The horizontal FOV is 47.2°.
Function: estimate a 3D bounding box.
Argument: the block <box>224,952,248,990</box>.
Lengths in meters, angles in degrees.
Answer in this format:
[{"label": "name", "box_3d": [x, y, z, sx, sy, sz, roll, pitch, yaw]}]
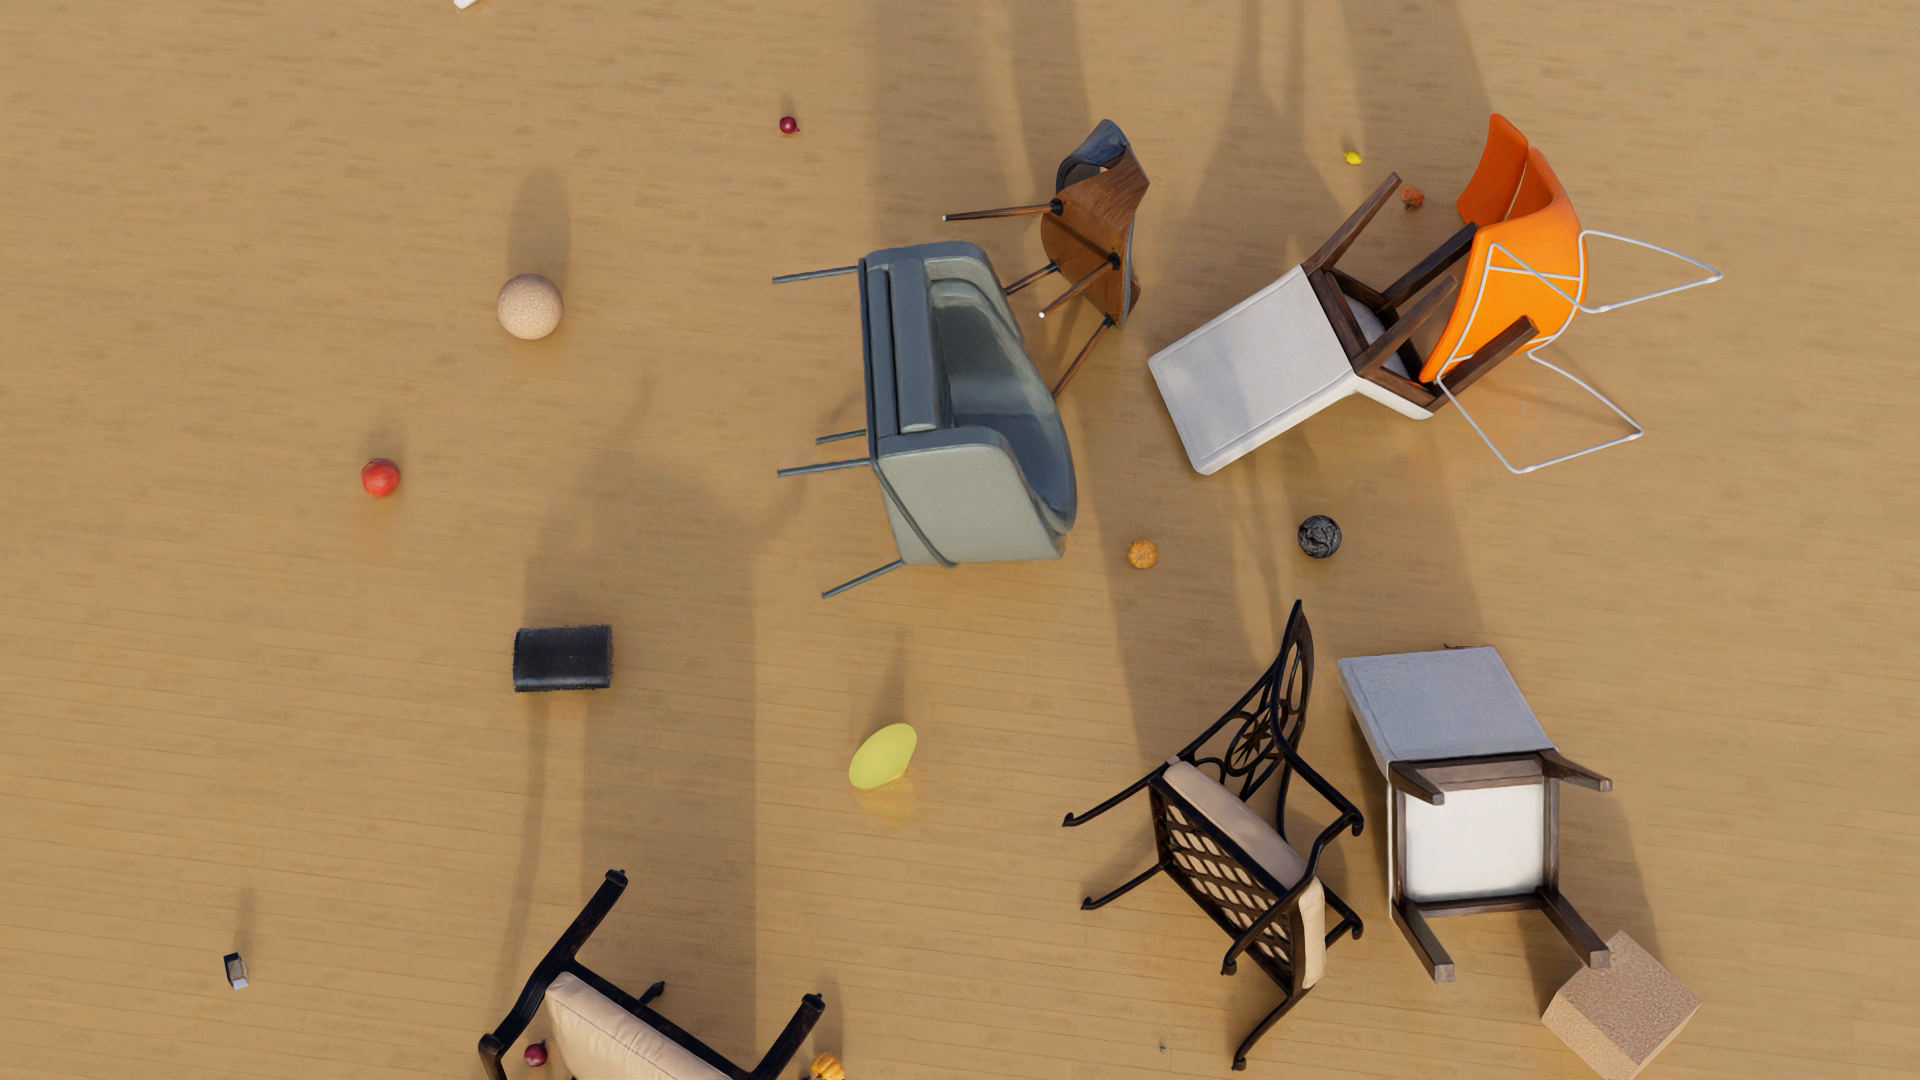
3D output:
[{"label": "block", "box_3d": [-1.901, 1.132, 5.774, 0.037, 0.067, 0.071, -17, 58, -11]}]

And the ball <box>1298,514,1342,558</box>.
[{"label": "ball", "box_3d": [1.064, -0.010, 6.503, 0.129, 0.129, 0.129, 0, 56, 0]}]

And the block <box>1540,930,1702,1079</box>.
[{"label": "block", "box_3d": [1.695, 1.209, 5.646, 0.255, 0.194, 0.262, -36, 63, -22]}]

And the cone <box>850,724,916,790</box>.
[{"label": "cone", "box_3d": [-0.188, 0.628, 6.108, 0.233, 0.094, 0.223, -17, 38, 35]}]

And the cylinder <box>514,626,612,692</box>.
[{"label": "cylinder", "box_3d": [-1.132, 0.339, 6.276, 0.262, 0.116, 0.206, -3, 50, -2]}]

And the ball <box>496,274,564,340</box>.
[{"label": "ball", "box_3d": [-1.358, -0.737, 6.943, 0.209, 0.209, 0.209, 0, 56, 0]}]

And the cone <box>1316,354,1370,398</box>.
[{"label": "cone", "box_3d": [1.158, -0.545, 6.902, 0.188, 0.127, 0.179, -5, 33, -22]}]
